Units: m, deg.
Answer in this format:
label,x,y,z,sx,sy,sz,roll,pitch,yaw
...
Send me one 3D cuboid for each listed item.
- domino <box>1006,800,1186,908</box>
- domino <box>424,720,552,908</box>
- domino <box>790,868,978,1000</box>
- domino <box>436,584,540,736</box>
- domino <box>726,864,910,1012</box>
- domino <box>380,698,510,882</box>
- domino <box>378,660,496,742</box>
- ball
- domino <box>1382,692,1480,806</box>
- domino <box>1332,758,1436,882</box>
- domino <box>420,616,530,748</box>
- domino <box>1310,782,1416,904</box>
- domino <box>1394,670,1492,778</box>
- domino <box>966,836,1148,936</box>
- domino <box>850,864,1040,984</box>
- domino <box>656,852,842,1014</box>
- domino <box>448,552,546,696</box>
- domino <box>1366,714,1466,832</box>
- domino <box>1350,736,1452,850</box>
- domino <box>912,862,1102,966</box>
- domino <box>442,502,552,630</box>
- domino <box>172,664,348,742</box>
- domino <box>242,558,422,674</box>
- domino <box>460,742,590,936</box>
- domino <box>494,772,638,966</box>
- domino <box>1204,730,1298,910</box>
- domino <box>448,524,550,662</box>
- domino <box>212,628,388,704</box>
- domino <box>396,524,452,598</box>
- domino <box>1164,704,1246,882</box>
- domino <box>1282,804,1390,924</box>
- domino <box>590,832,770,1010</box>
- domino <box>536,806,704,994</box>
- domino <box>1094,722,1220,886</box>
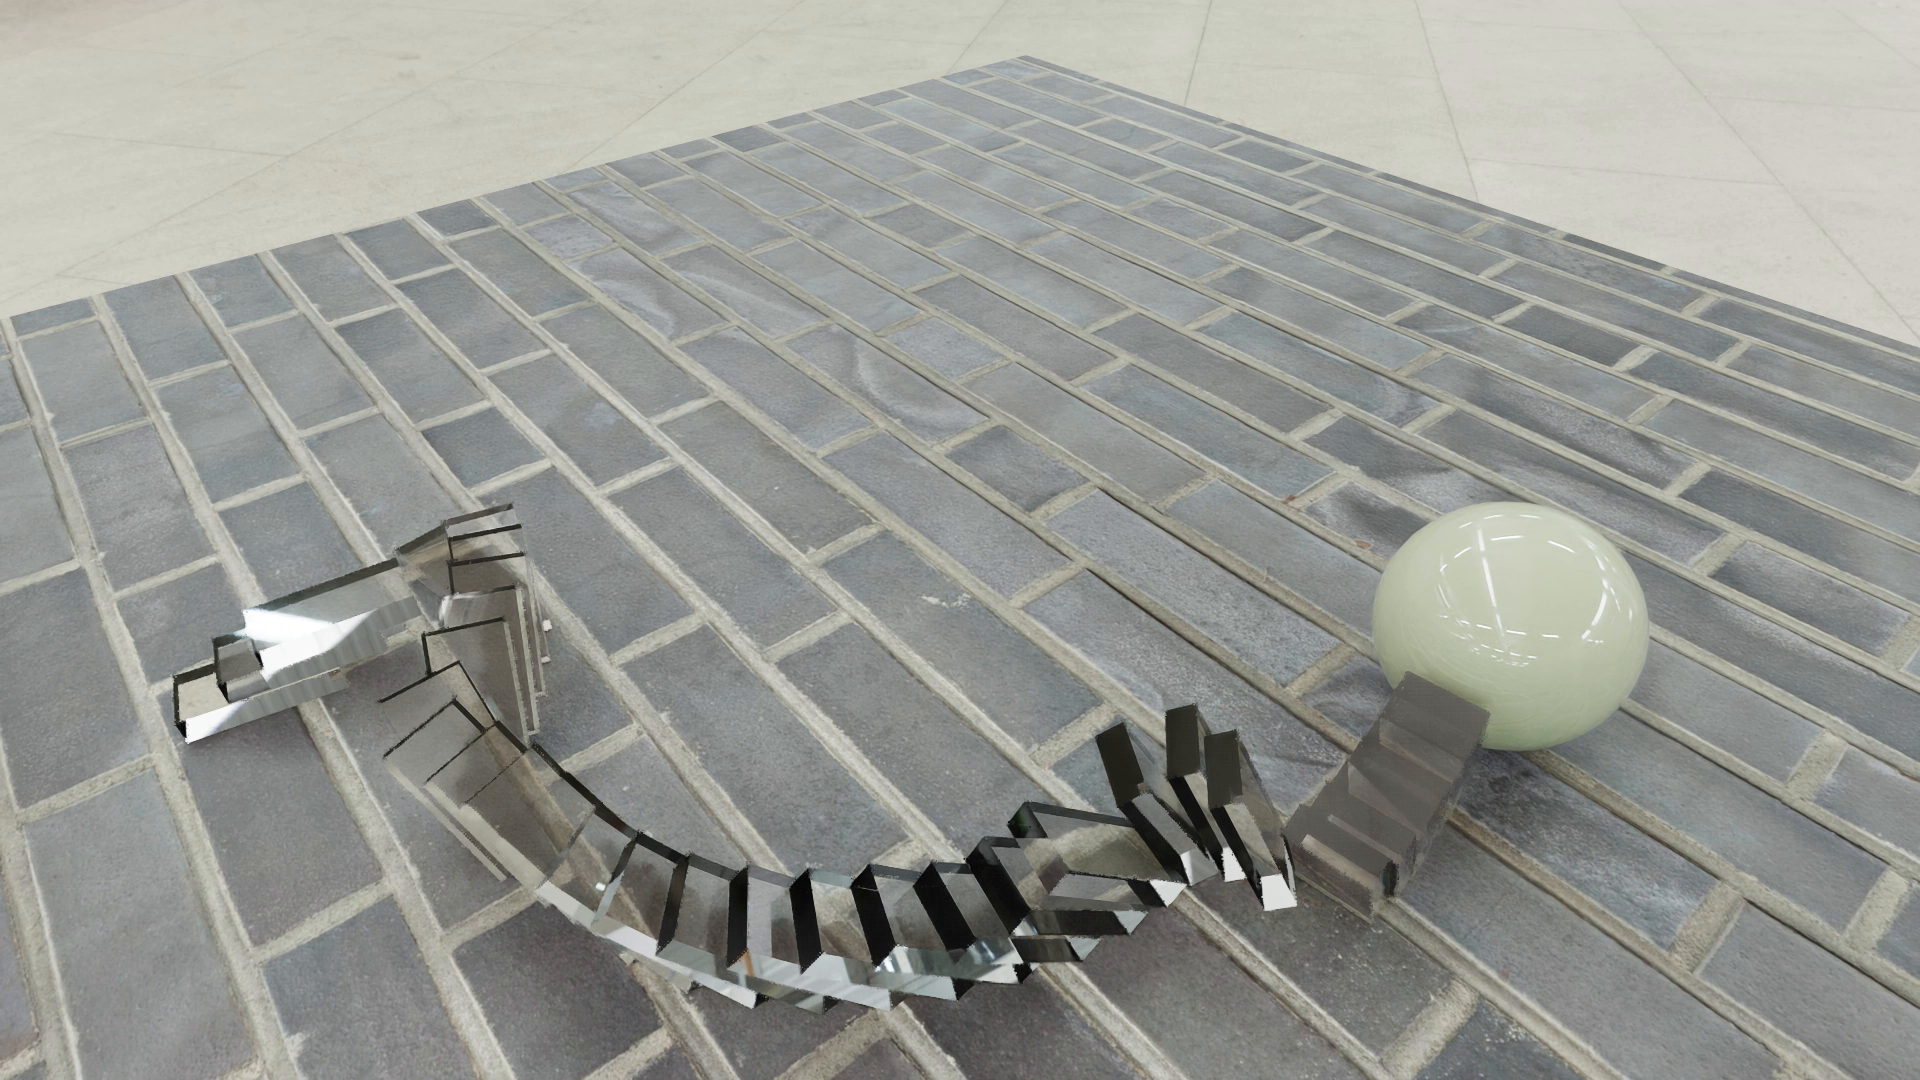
label,x,y,z,sx,sy,sz,roll,pitch,yaw
domino,0.039,0.089,0.311,0.050,0.010,0.025,20,22,-38
domino,-0.129,0.080,0.323,0.050,0.010,0.025,47,49,-4
domino,-0.020,0.105,0.292,0.050,0.009,0.025,25,28,-32
domino,-0.158,0.042,0.369,0.025,0.009,0.050,-10,78,-13
domino,-0.037,0.106,0.292,0.050,0.010,0.025,28,30,-28
domino,-0.144,0.075,0.329,0.050,0.009,0.025,47,52,-4
domino,-0.154,0.065,0.340,0.025,0.010,0.050,-31,87,-31
ball,0.175,0.027,0.354,0.080,0.080,0.080,0,39,0
domino,0.141,0.065,0.333,0.025,0.050,0.010,30,75,31
domino,0.120,0.081,0.314,0.025,0.050,0.009,30,75,31
domino,-0.156,0.053,0.357,0.025,0.009,0.050,-12,79,-14
domino,0.113,0.085,0.308,0.025,0.050,0.009,30,75,31
domino,0.147,0.060,0.340,0.025,0.050,0.009,30,75,31
domino,0.027,0.096,0.304,0.050,0.009,0.025,18,23,-42
domino,-0.004,0.103,0.295,0.050,0.010,0.025,23,25,-36
domino,-0.054,0.105,0.292,0.050,0.010,0.025,31,33,-24
domino,-0.161,0.031,0.382,0.025,0.010,0.050,-9,77,-15
domino,0.134,0.070,0.327,0.025,0.050,0.010,30,75,31
domino,0.127,0.075,0.320,0.025,0.050,0.009,30,75,31
domino,0.013,0.101,0.298,0.050,0.010,0.025,19,23,-42
domino,-0.172,0.013,0.409,0.025,0.010,0.050,-18,72,-20
domino,-0.243,0.049,0.383,0.050,0.010,0.025,-20,44,-23
domino,-0.218,0.025,0.382,0.050,0.010,0.025,-24,45,-26
domino,-0.115,0.086,0.316,0.050,0.010,0.025,47,49,-4
domino,-0.102,0.092,0.309,0.050,0.010,0.025,45,46,-6
domino,0.083,0.080,0.314,0.010,0.050,0.025,-18,34,21
domino,-0.165,0.021,0.394,0.025,0.010,0.050,-12,78,-17
domino,-0.230,0.037,0.384,0.050,0.010,0.025,-20,44,-23
domino,-0.194,0.011,0.430,0.050,0.009,0.025,27,47,29
domino,0.073,0.074,0.322,0.009,0.050,0.025,-18,34,21
domino,0.104,0.090,0.303,0.025,0.050,0.010,30,76,31
domino,-0.071,0.102,0.295,0.050,0.009,0.025,35,36,-18
domino,-0.087,0.098,0.301,0.050,0.009,0.025,40,41,-13
domino,0.057,0.077,0.319,0.009,0.050,0.025,-30,38,13
